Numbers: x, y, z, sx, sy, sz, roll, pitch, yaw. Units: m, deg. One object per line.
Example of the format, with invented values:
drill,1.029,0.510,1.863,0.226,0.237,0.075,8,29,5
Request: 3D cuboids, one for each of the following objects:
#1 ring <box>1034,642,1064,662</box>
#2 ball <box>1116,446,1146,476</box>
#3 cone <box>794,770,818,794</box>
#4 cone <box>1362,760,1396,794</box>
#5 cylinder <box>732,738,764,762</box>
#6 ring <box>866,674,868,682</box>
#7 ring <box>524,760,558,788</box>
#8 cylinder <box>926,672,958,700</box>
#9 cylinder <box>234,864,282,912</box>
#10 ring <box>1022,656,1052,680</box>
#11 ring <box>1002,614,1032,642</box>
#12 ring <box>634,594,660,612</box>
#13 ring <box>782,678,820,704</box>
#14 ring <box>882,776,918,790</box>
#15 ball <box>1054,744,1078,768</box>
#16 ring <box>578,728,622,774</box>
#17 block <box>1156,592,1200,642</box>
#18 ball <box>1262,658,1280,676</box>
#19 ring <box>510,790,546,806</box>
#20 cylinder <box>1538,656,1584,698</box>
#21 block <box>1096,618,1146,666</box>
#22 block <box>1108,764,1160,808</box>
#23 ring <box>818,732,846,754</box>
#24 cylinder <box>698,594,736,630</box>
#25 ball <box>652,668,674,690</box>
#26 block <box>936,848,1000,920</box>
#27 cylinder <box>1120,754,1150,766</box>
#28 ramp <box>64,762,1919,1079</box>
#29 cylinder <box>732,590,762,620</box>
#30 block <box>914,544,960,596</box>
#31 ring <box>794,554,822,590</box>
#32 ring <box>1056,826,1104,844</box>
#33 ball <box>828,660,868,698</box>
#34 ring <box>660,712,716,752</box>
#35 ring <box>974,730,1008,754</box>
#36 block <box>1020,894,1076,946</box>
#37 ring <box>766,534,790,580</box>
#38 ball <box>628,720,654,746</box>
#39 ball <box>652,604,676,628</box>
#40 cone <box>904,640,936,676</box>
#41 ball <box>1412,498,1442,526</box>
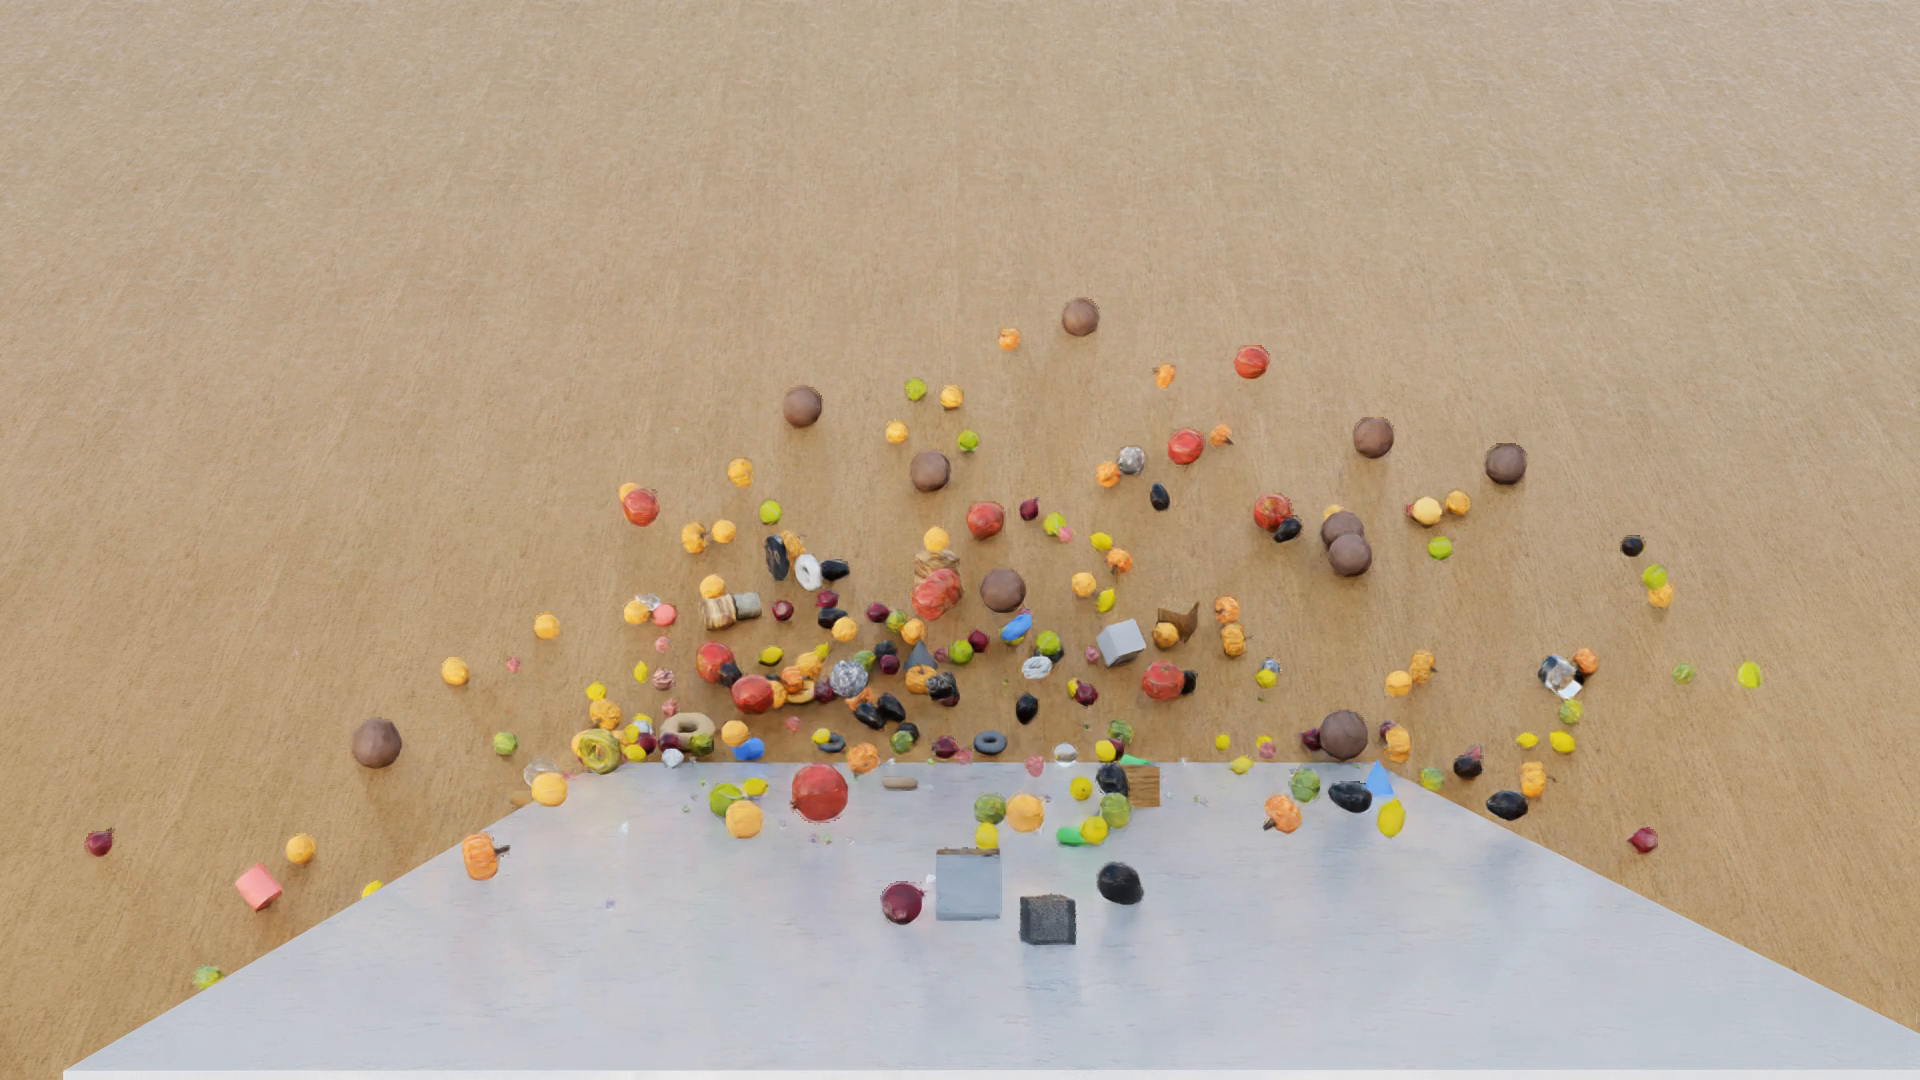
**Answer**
ring,0.250,0.314,7.258,0.087,0.029,0.087,0,31,0
ball,0.539,-0.248,8.134,0.092,0.092,0.092,0,31,0
cone,-0.358,0.557,5.845,0.057,0.057,0.057,10,29,16
cone,0.941,0.531,5.832,0.077,0.077,0.077,0,0,0
cylinder,-0.557,0.551,6.814,0.059,0.059,0.059,24,14,34
ring,-0.295,0.381,7.146,0.087,0.029,0.087,-1,31,1
ring,-1.088,0.608,6.721,0.088,0.029,0.088,5,50,-6
cylinder,-0.049,0.395,6.994,0.062,0.062,0.062,-18,26,18
cylinder,-1.703,0.845,6.288,0.082,0.082,0.082,48,45,6
ring,0.213,0.350,7.103,0.086,0.029,0.086,-14,34,10
ring,0.161,0.245,7.248,0.102,0.034,0.102,-39,12,10
ring,-0.901,0.181,7.473,0.076,0.025,0.076,12,26,-6
ring,-0.436,0.414,7.083,0.105,0.035,0.105,-1,26,0
ring,-0.135,0.556,5.926,0.083,0.028,0.083,2,-4,0
ball,0.266,0.543,6.542,0.060,0.060,0.060,0,31,0
ring,-0.875,0.514,6.303,0.117,0.117,0.039,11,14,17
block,0.619,0.219,7.356,0.090,0.090,0.090,15,34,23
ball,0.861,0.354,7.170,0.050,0.050,0.050,0,31,0
ring,-1.094,0.663,6.625,0.117,0.039,0.117,6,-4,0
cylinder,1.648,0.375,7.098,0.088,0.088,0.088,-15,34,-23
block,0.448,0.286,7.210,0.090,0.090,0.090,-15,73,-24
block,0.371,0.526,5.539,0.084,0.084,0.084,0,0,-22
ring,-0.342,0.540,6.883,0.075,0.025,0.075,3,33,-2
cylinder,-0.690,0.207,7.376,0.088,0.088,0.088,-11,33,-15
ball,-0.815,0.383,7.112,0.061,0.061,0.061,0,31,0
block,0.012,0.510,3.846,0.095,0.095,0.095,0,0,0
cylinder,0.407,0.537,6.053,0.057,0.057,0.057,13,33,23
ramp,0.069,0.612,4.685,2.000,0.100,4.000,0,0,0
cylinder,-0.613,0.188,7.429,0.069,0.069,0.069,-21,36,-16
block,-0.067,0.087,7.571,0.095,0.095,0.095,-20,36,-30
ring,-0.440,0.095,7.529,0.037,0.111,0.111,-21,37,-35
ring,0.223,0.549,4.821,0.087,0.029,0.087,-1,-1,0
ball,-0.264,0.328,6.110,0.090,0.090,0.090,0,31,0
ring,-0.727,0.512,6.908,0.149,0.050,0.149,-1,32,1
ring,0.080,0.539,6.883,0.091,0.030,0.091,1,31,-1
block,0.121,0.526,3.581,0.060,0.060,0.060,0,0,-17
ring,-0.535,0.052,7.576,0.046,0.139,0.139,-11,33,-16
ball,-0.849,0.512,6.890,0.067,0.067,0.067,0,31,0
ball,-0.843,0.216,7.385,0.067,0.067,0.067,0,31,0
cone,-0.110,0.312,7.198,0.093,0.093,0.093,0,31,0
ball,1.419,-0.086,7.868,0.087,0.087,0.087,0,31,0
